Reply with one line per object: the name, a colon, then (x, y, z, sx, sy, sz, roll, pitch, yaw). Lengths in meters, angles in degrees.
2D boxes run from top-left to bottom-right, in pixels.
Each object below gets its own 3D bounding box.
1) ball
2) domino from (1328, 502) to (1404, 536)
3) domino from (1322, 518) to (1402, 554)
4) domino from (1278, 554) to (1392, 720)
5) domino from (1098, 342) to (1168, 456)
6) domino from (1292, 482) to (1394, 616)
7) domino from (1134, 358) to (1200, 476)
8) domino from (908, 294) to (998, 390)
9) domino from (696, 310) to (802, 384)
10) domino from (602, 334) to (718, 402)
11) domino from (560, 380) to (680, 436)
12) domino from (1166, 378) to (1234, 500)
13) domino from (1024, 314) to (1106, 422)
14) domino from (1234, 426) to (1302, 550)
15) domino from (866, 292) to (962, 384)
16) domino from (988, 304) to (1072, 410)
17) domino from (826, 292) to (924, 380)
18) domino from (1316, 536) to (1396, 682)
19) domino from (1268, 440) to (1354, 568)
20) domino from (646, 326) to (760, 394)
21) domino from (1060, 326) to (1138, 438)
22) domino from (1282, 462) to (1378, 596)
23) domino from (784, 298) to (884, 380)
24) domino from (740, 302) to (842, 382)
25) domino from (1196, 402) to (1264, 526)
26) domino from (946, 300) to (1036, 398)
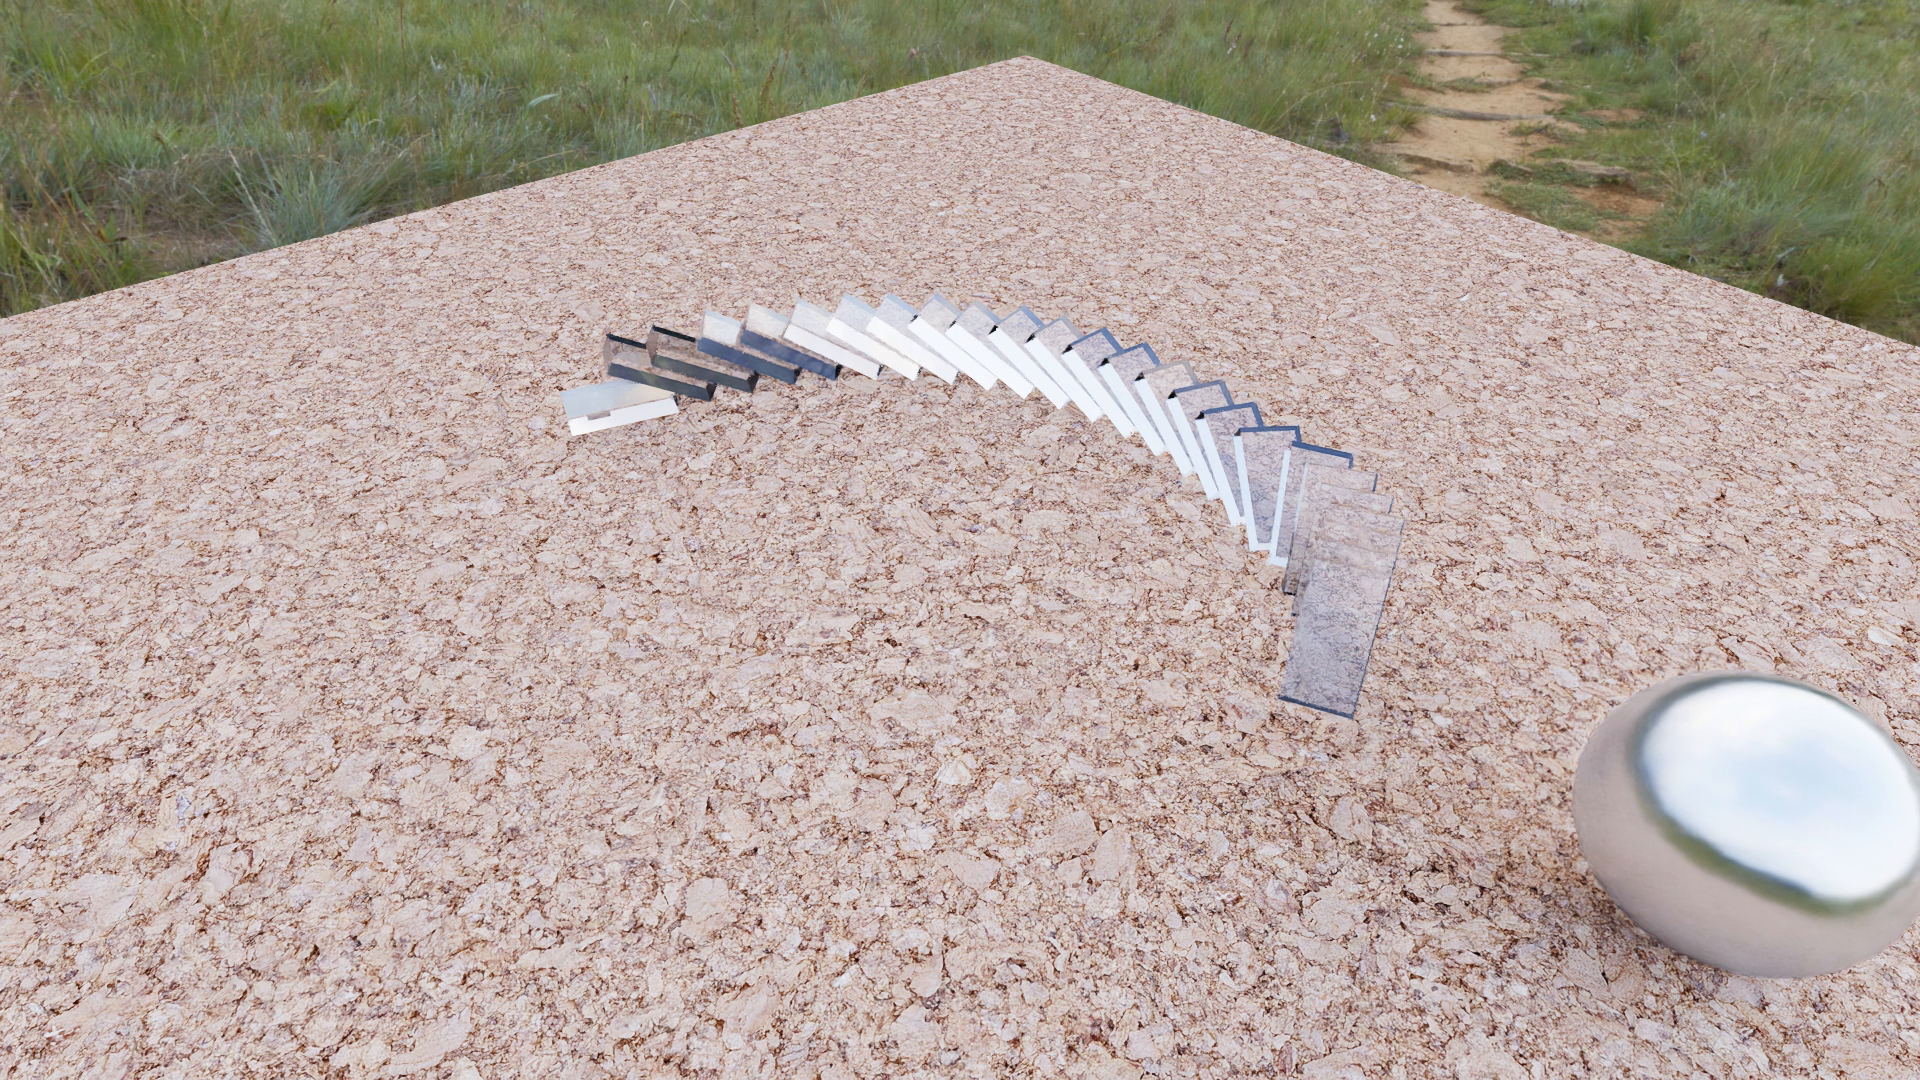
ball: (0.210, 0.075, 0.296, 0.080, 0.080, 0.080, 0, 39, 0)
domino: (0.140, 0.014, 0.396, 0.025, 0.050, 0.009, 14, 11, 17)
domino: (0.136, 0.020, 0.388, 0.025, 0.050, 0.009, 14, 11, 17)
domino: (0.127, 0.033, 0.373, 0.025, 0.050, 0.010, 14, 11, 17)
domino: (0.088, -0.065, 0.504, 0.025, 0.010, 0.050, -24, 75, -26)
domino: (0.141, 0.006, 0.406, 0.025, 0.050, 0.010, 13, 11, 15)
domino: (0.101, -0.055, 0.492, 0.025, 0.010, 0.050, -18, 73, -21)
domino: (0.001, -0.098, 0.545, 0.050, 0.010, 0.025, 38, 45, -2)
domino: (-0.103, -0.095, 0.542, 0.050, 0.009, 0.025, 18, 34, -22)
domino: (-0.143, -0.082, 0.525, 0.050, 0.010, 0.025, 13, 29, -31)
domino: (-0.162, -0.066, 0.524, 0.050, 0.010, 0.025, -16, 42, -18)
domino: (0.112, -0.044, 0.479, 0.025, 0.010, 0.050, -14, 71, -16)
domino: (0.057, -0.082, 0.525, 0.025, 0.009, 0.050, -35, 81, -35)
domino: (0.129, -0.021, 0.449, 0.025, 0.009, 0.050, -3, 72, -4)
domino: (-0.020, -0.100, 0.547, 0.050, 0.010, 0.025, 32, 41, -9)
domino: (0.040, -0.089, 0.534, 0.050, 0.010, 0.025, 46, 52, 5)
domino: (-0.040, -0.101, 0.549, 0.050, 0.009, 0.025, 29, 39, -12)
domino: (0.132, 0.026, 0.381, 0.025, 0.050, 0.009, 14, 11, 17)
domino: (0.140, -0.013, 0.437, 0.025, 0.009, 0.050, 13, 72, 2)
domino: (-0.124, -0.087, 0.531, 0.050, 0.010, 0.025, 13, 29, -31)
domino: (0.073, -0.074, 0.515, 0.025, 0.010, 0.050, -30, 78, -31)
domino: (0.139, -0.002, 0.416, 0.025, 0.050, 0.009, 10, 10, 10)
domino: (-0.061, -0.100, 0.548, 0.050, 0.010, 0.025, 24, 37, -15)
domino: (-0.083, -0.098, 0.546, 0.050, 0.010, 0.025, 21, 35, -19)
domino: (0.120, -0.033, 0.464, 0.025, 0.009, 0.050, -10, 71, -12)
domino: (0.020, -0.094, 0.539, 0.050, 0.010, 0.025, 39, 46, -1)
